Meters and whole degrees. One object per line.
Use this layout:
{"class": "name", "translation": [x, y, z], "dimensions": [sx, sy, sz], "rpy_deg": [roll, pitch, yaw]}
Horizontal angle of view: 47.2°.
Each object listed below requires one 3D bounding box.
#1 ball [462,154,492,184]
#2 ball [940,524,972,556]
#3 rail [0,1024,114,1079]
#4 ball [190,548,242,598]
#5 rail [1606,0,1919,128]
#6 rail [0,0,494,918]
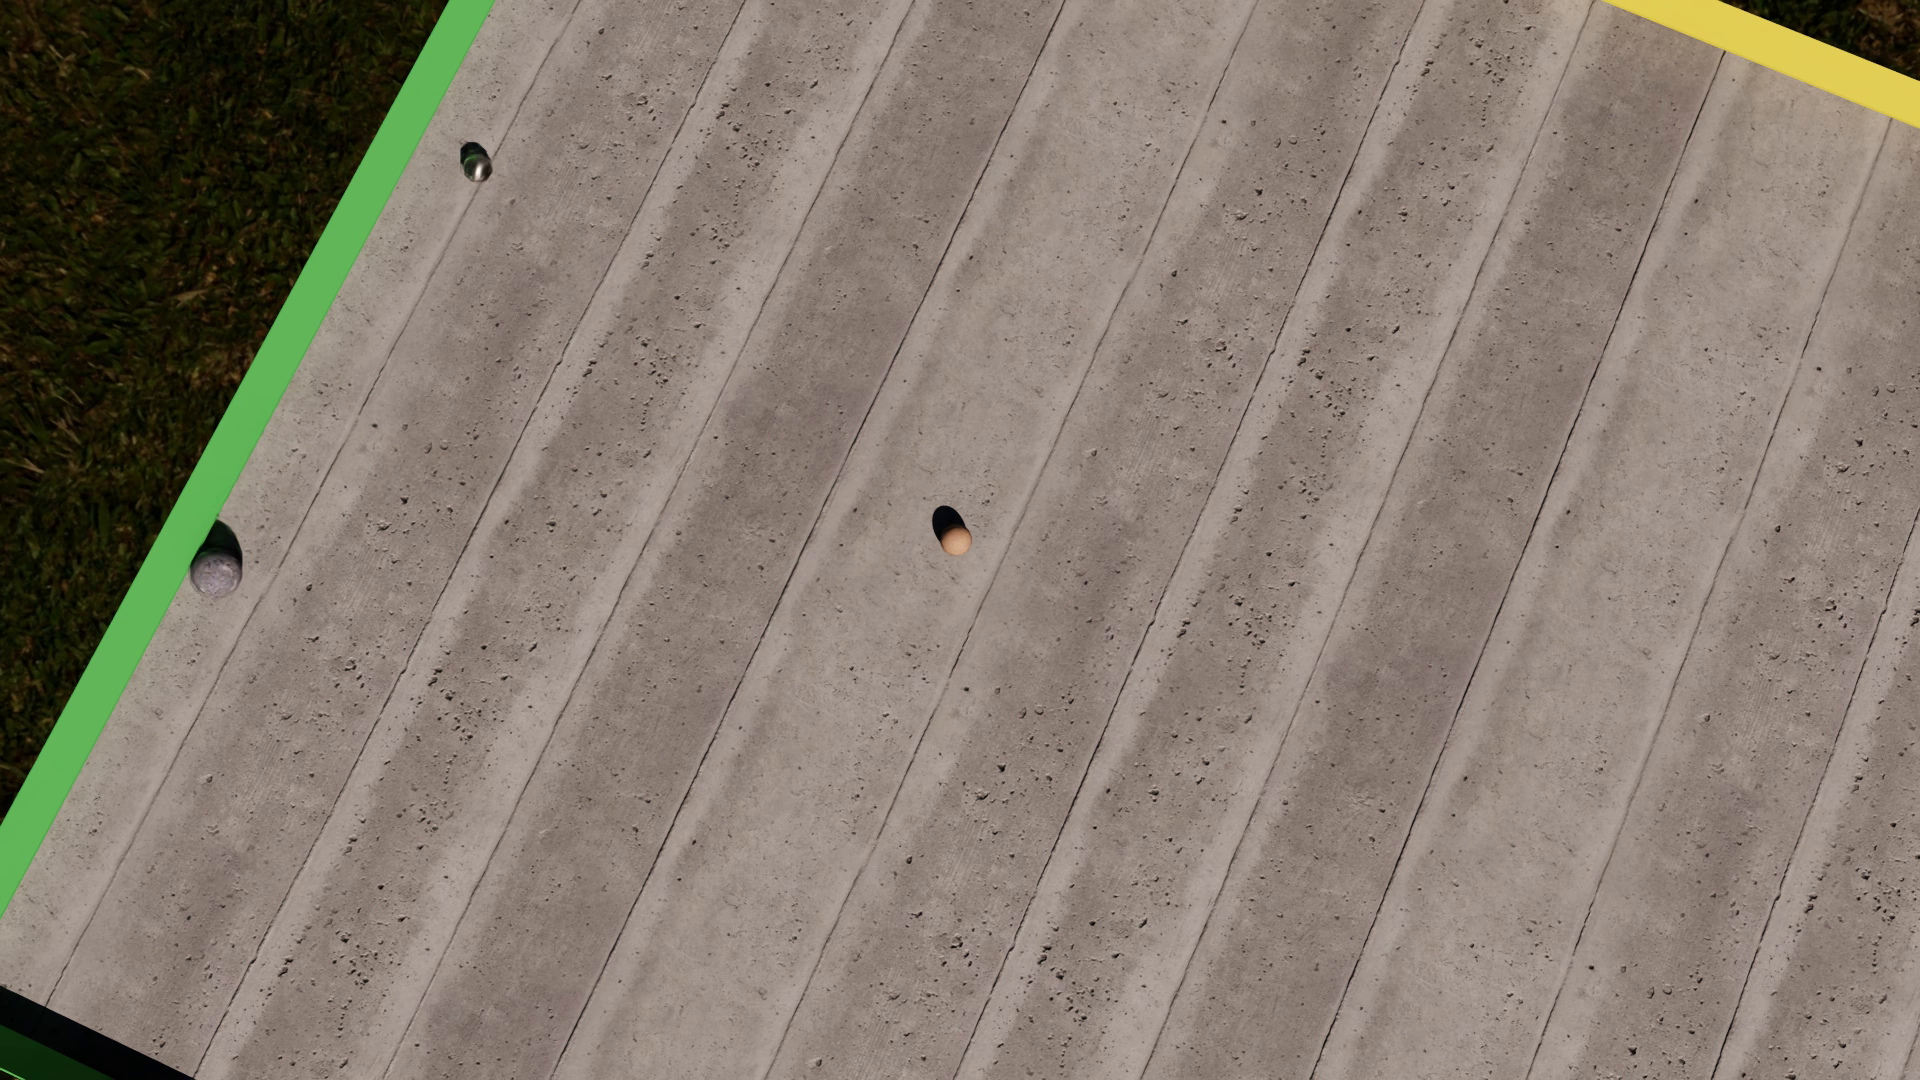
{"class": "ball", "translation": [-0.759, -0.584, 3.459], "dimensions": [0.045, 0.045, 0.045], "rpy_deg": [0, 77, 0]}
{"class": "ball", "translation": [-0.006, 0.000, 3.326], "dimensions": [0.048, 0.048, 0.048], "rpy_deg": [0, 77, 0]}
{"class": "rail", "translation": [0.475, 1.527, 2.956], "dimensions": [4.313, 0.097, 0.045], "rpy_deg": [24, 78, 5]}
{"class": "ball", "translation": [-1.116, 0.049, 3.301], "dimensions": [0.075, 0.075, 0.075], "rpy_deg": [0, 77, 0]}
{"class": "rail", "translation": [1.491, -0.676, 3.452], "dimensions": [4.313, 0.097, 0.045], "rpy_deg": [24, 78, 5]}
{"class": "rail", "translation": [-0.962, -0.428, 3.396], "dimensions": [0.045, 0.097, 2.524], "rpy_deg": [24, 78, 5]}
